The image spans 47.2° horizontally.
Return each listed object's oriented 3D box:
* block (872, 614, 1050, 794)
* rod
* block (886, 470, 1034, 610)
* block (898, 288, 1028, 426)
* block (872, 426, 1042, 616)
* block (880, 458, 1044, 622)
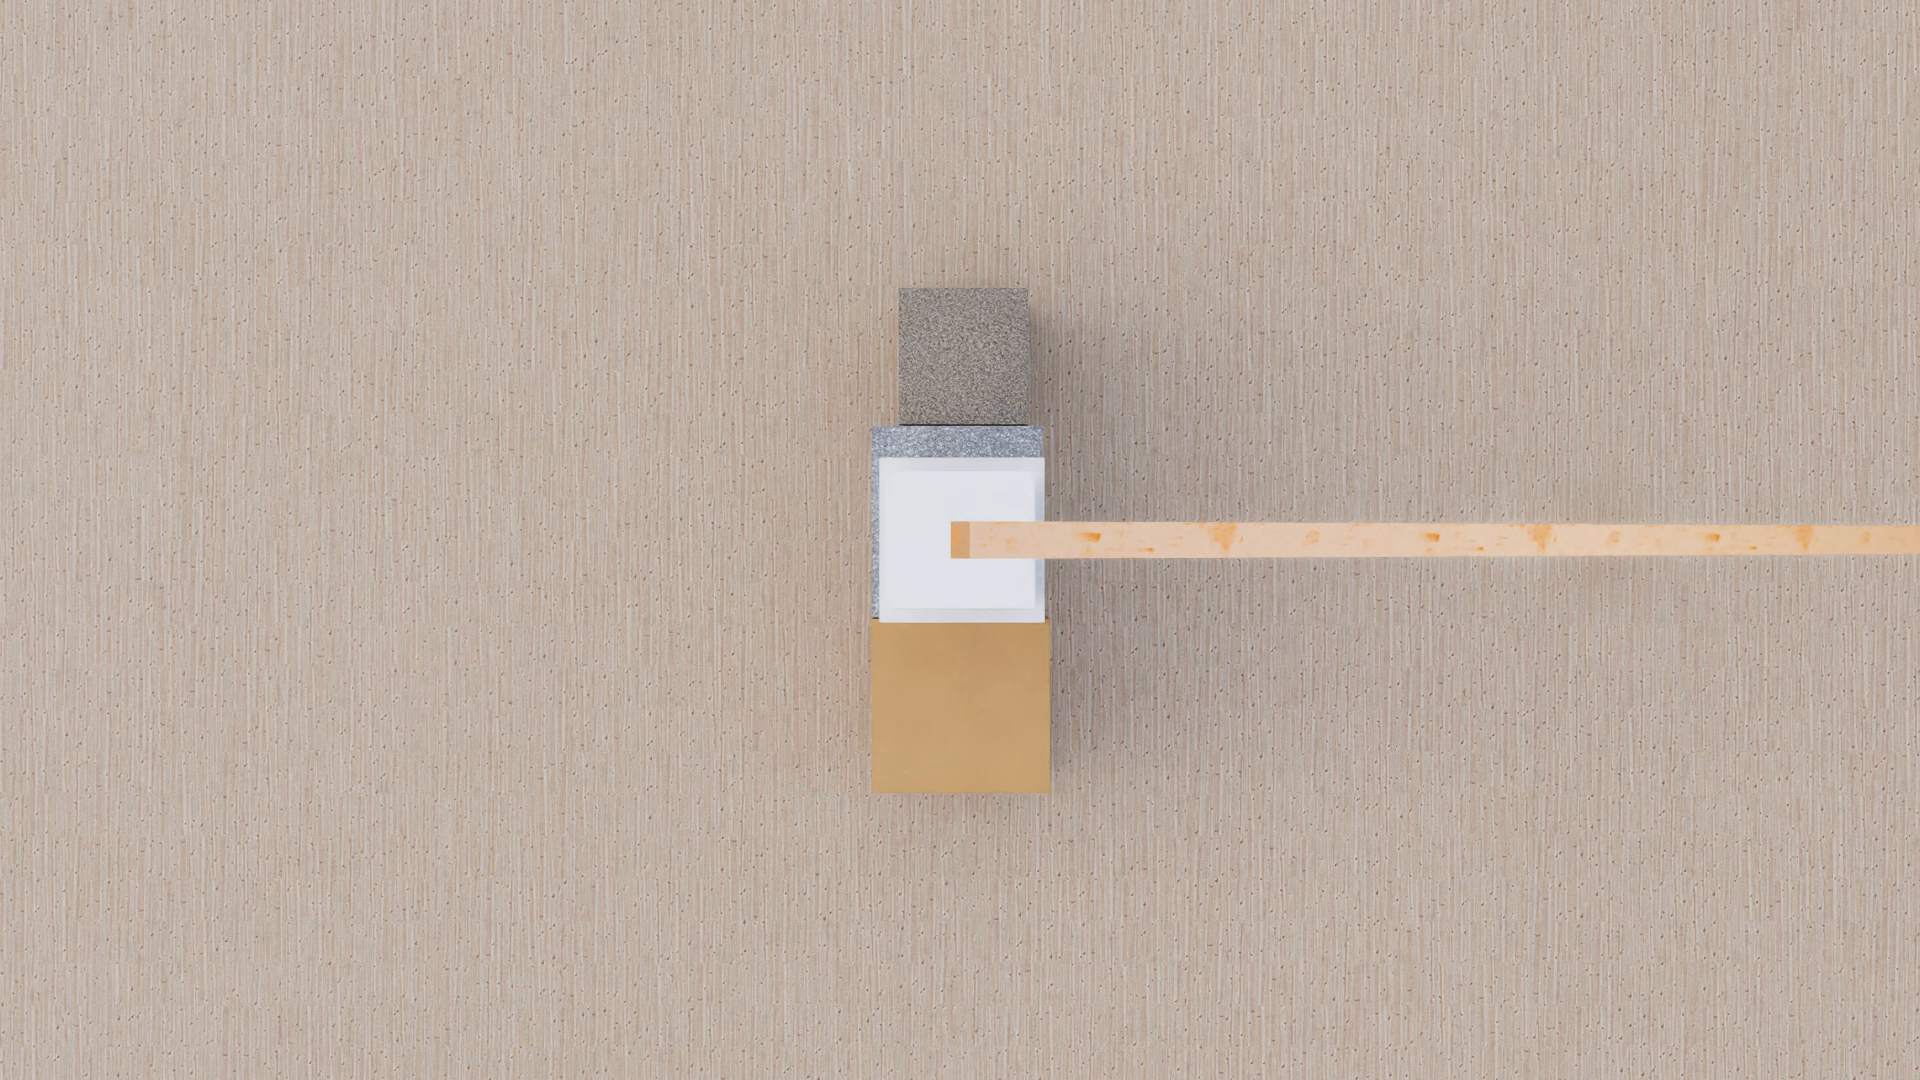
[{"bbox_3d":[0.004,0.913,12.546,0.981,0.909,0.959,0,90,0],"label":"block"},{"bbox_3d":[2.234,0.000,6.040,5.200,0.080,0.080,0,90,-31],"label":"rod"},{"bbox_3d":[0.002,0.000,9.515,0.620,0.666,0.577,0,90,0],"label":"block"},{"bbox_3d":[0.018,-1.015,12.574,0.714,0.853,0.754,0,90,0],"label":"block"},{"bbox_3d":[-0.016,-0.102,12.550,0.940,0.901,1.052,0,90,0],"label":"block"},{"bbox_3d":[0.009,0.000,10.979,0.790,0.912,0.788,0,90,0],"label":"block"}]
